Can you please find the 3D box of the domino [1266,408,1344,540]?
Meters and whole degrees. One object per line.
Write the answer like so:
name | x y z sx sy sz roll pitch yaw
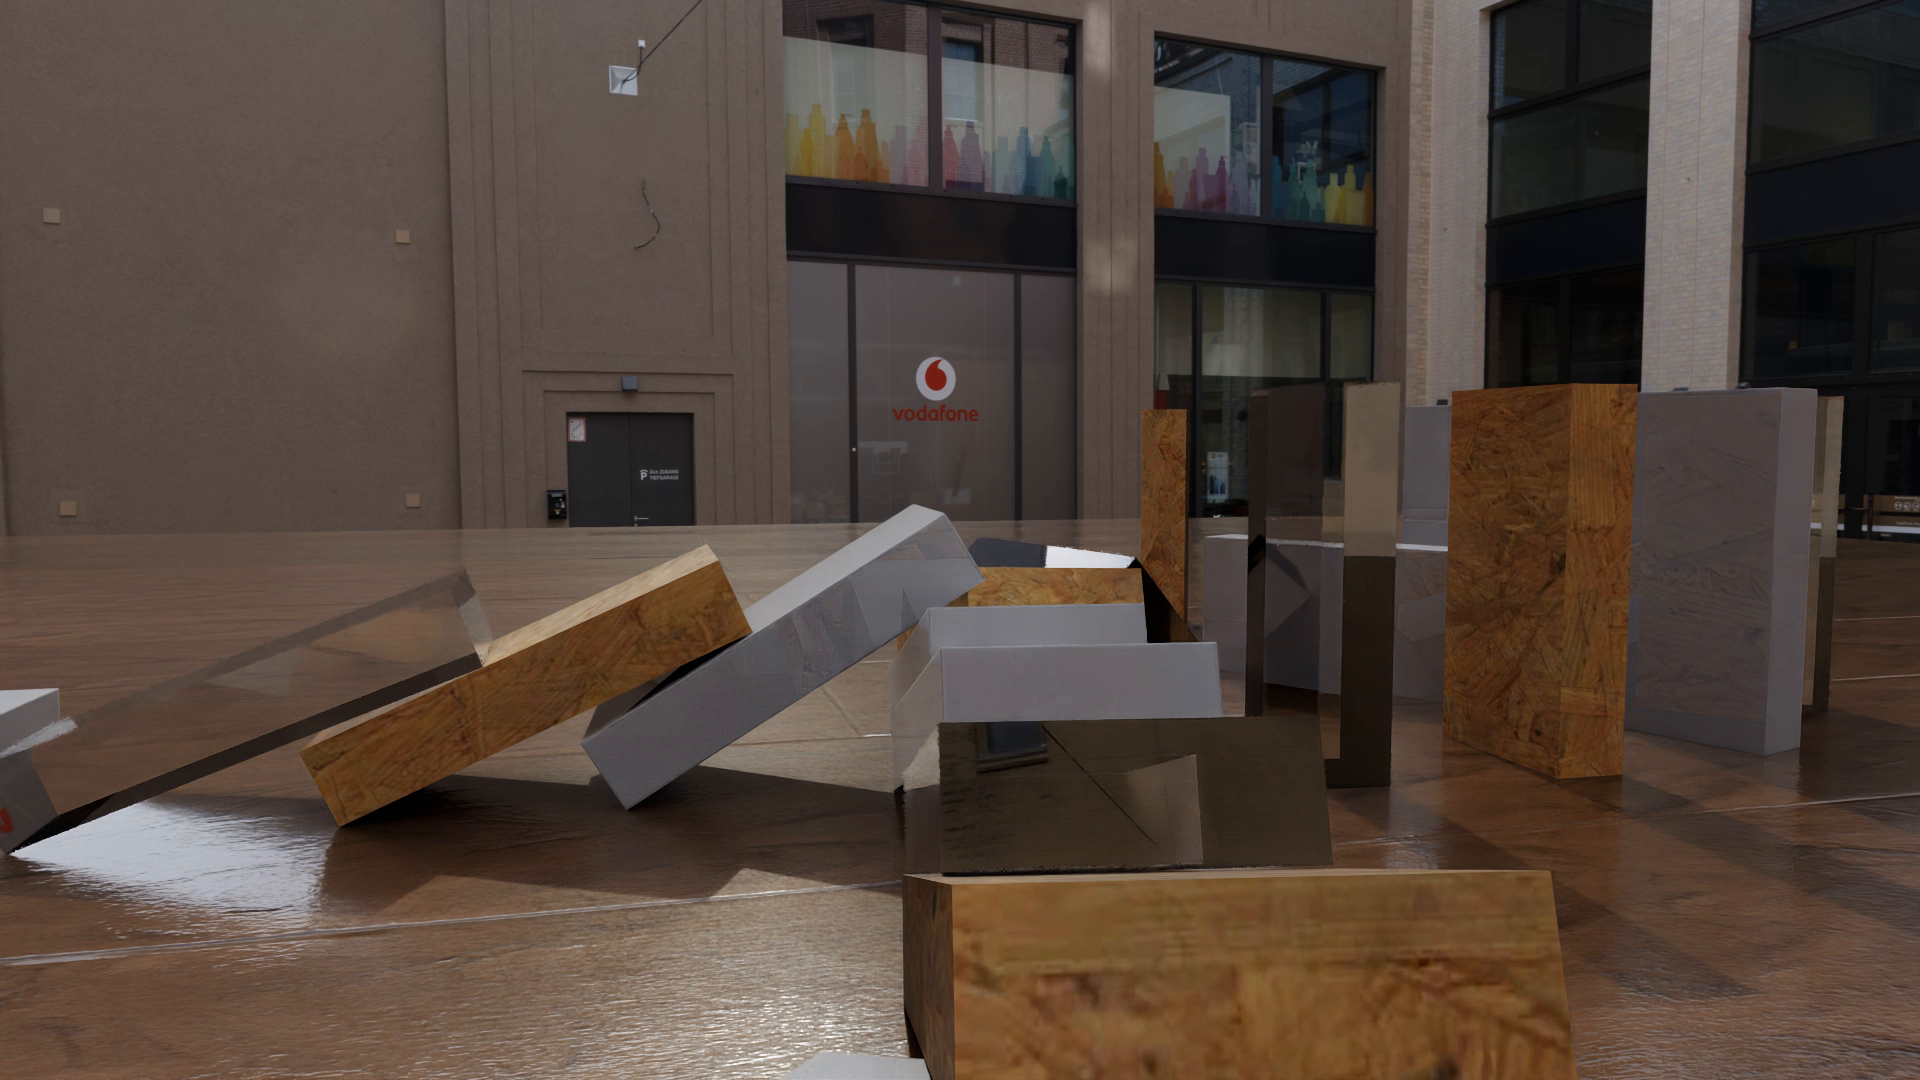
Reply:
domino | 0.076 -0.004 0.283 0.009 0.050 0.025 3 5 31

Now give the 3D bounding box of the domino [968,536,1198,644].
domino | 0.020 0.013 0.224 0.009 0.025 0.050 -46 23 -18

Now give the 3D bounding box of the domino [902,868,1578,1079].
domino | 0.010 0.024 0.075 0.025 0.010 0.050 0 -14 -5

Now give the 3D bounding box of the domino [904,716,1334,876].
domino | 0.009 0.022 0.106 0.025 0.009 0.050 0 -14 -5

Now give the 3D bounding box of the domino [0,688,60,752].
domino | -0.128 0.027 0.147 0.025 0.010 0.050 -1 4 -15

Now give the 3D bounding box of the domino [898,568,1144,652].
domino | 0.007 0.015 0.198 0.025 0.010 0.050 1 -15 -14

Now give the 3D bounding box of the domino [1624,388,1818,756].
domino | 0.107 0.004 0.186 0.010 0.050 0.025 -3 5 -32

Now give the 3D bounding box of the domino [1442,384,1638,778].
domino | 0.078 0.004 0.175 0.009 0.050 0.025 -1 4 -13

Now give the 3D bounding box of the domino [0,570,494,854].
domino | -0.082 0.018 0.150 0.050 0.010 0.025 -22 10 -15

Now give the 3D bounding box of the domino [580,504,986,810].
domino | -0.023 0.013 0.163 0.050 0.010 0.025 -32 9 -7

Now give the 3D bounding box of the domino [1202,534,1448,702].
domino | 0.067 0.013 0.230 0.009 0.025 0.050 -4 6 -45

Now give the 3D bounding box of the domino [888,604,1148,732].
domino | 0.005 0.018 0.169 0.025 0.010 0.050 -1 -13 -9

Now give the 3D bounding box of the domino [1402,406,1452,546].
domino | 0.101 -0.002 0.264 0.009 0.050 0.025 4 6 44

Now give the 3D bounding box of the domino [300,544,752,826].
domino | -0.052 0.016 0.159 0.050 0.009 0.025 -25 10 -11

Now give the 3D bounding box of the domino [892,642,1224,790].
domino | 0.007 0.020 0.136 0.025 0.009 0.050 0 -14 -8

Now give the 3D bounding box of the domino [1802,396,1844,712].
domino | 0.127 0.002 0.209 0.025 0.050 0.010 1 4 12

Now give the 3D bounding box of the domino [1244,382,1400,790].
domino | 0.047 0.005 0.169 0.009 0.050 0.025 -1 4 -8

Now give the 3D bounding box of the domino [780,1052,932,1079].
domino | 0.001 0.027 0.044 0.025 0.010 0.050 1 -13 8

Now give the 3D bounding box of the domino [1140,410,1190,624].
domino | 0.047 -0.005 0.295 0.009 0.050 0.025 1 4 12
